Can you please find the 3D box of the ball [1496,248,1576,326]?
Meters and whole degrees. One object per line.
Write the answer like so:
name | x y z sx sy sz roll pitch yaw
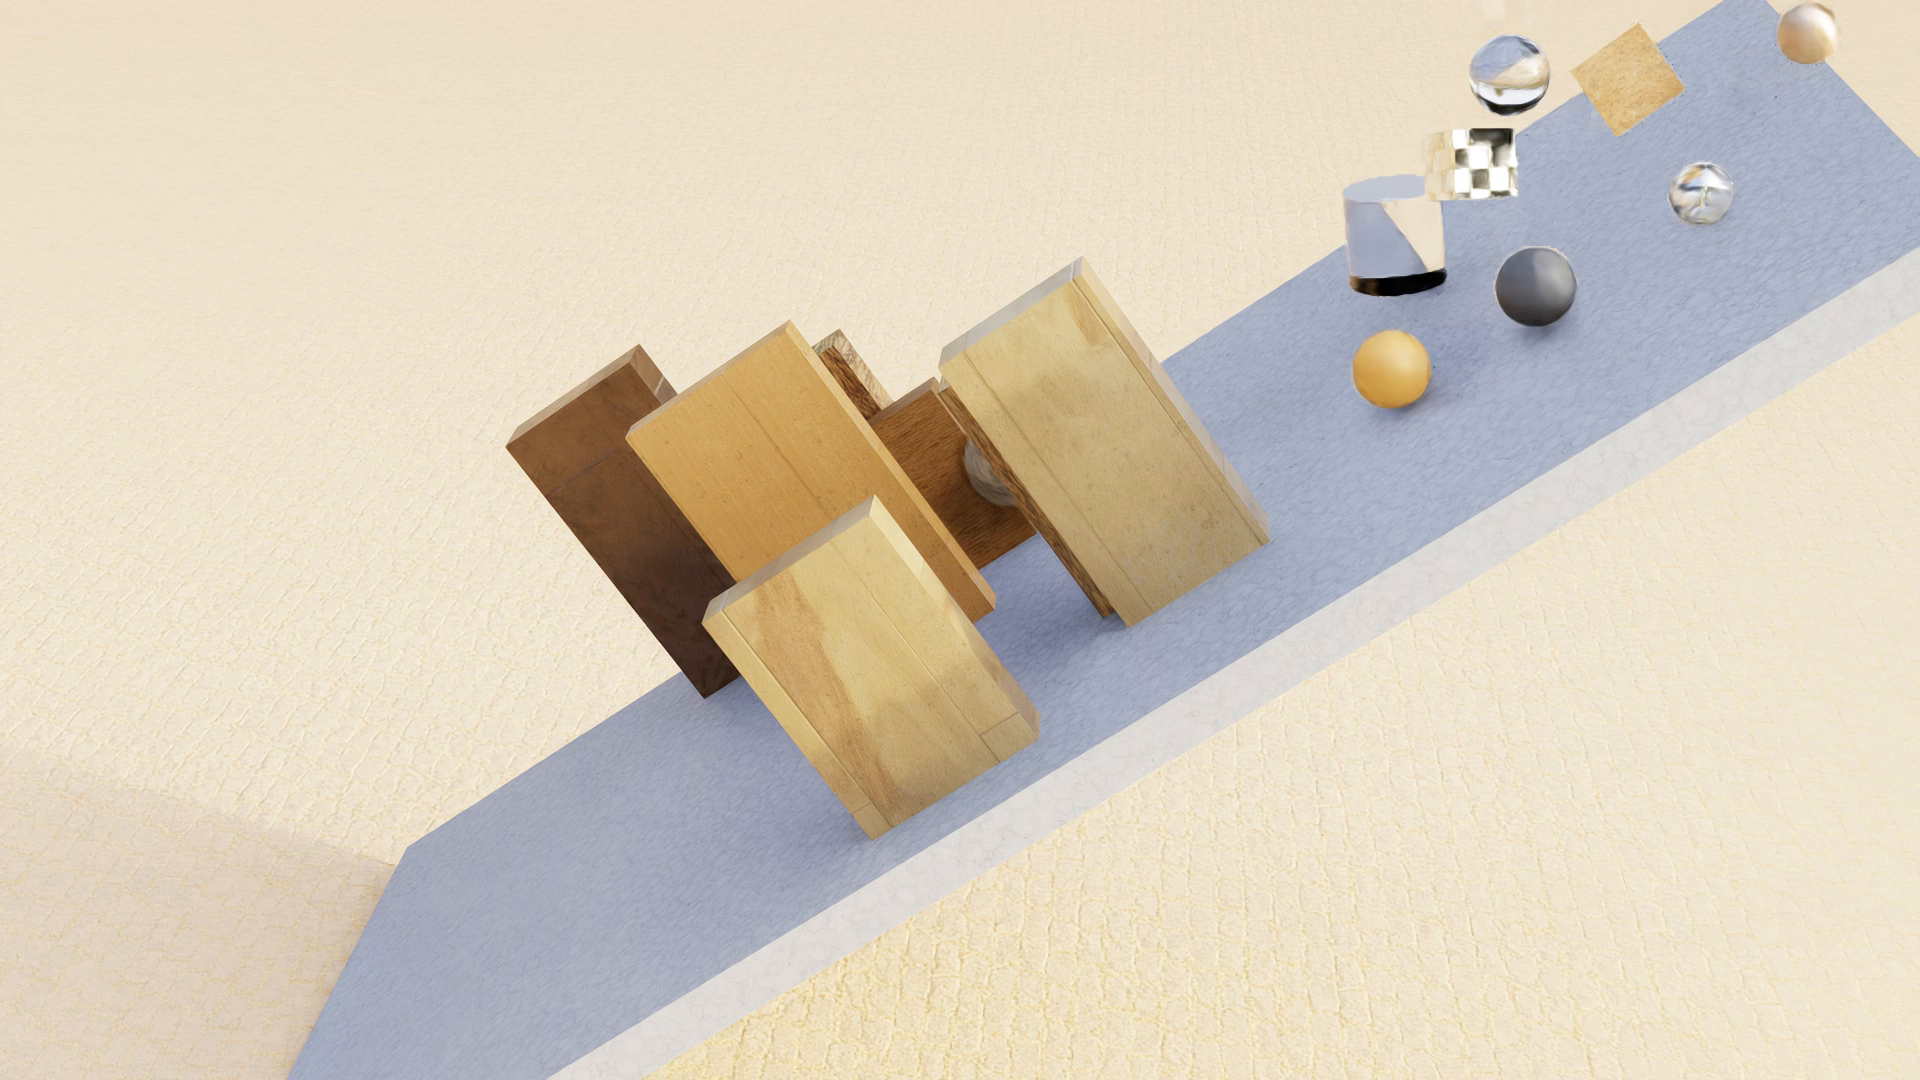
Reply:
ball | 1.103 -0.485 5.632 0.152 0.152 0.152 0 21 0

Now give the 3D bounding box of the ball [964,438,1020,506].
ball | 0.113 -0.177 6.446 0.209 0.209 0.209 0 21 0

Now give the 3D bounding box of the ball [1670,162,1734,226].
ball | 1.399 -0.653 5.548 0.119 0.119 0.119 0 21 0

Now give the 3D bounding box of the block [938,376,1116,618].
block | 0.247 -0.168 5.798 0.300 0.568 0.147 -33 16 15

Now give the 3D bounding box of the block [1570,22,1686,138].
block | 1.259 -0.866 5.544 0.151 0.151 0.151 -35 -1 16

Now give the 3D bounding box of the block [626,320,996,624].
block | -0.315 -0.048 6.316 0.426 0.758 0.081 -33 16 15

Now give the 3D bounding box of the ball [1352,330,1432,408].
ball | 0.845 -0.334 5.760 0.154 0.154 0.154 0 21 0

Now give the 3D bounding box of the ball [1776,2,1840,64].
ball | 1.709 -1.021 5.923 0.124 0.124 0.124 0 21 0

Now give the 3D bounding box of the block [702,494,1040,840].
block | -0.163 0.244 5.537 0.387 0.542 0.108 -33 16 15

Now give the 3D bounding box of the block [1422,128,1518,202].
block | 0.985 -0.725 5.683 0.130 0.130 0.130 -5 5 -17

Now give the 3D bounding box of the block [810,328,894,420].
block | -0.290 -0.135 6.870 0.423 0.573 0.129 -33 16 15

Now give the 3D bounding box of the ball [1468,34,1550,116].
ball | 1.041 -0.881 5.572 0.154 0.154 0.154 0 21 0

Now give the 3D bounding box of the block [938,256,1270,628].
block | 0.280 -0.184 5.636 0.327 0.640 0.128 -33 16 15

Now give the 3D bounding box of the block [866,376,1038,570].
block | -0.116 -0.080 6.636 0.426 0.410 0.094 -33 16 15

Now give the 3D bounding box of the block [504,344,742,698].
block | -0.691 -0.040 7.066 0.374 0.786 0.144 -33 16 15

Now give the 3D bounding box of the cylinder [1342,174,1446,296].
cylinder | 0.926 -0.651 6.273 0.206 0.206 0.206 -7 21 3

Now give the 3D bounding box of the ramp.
ramp | 0.135 0.174 6.307 4.000 0.100 2.000 -33 16 15
